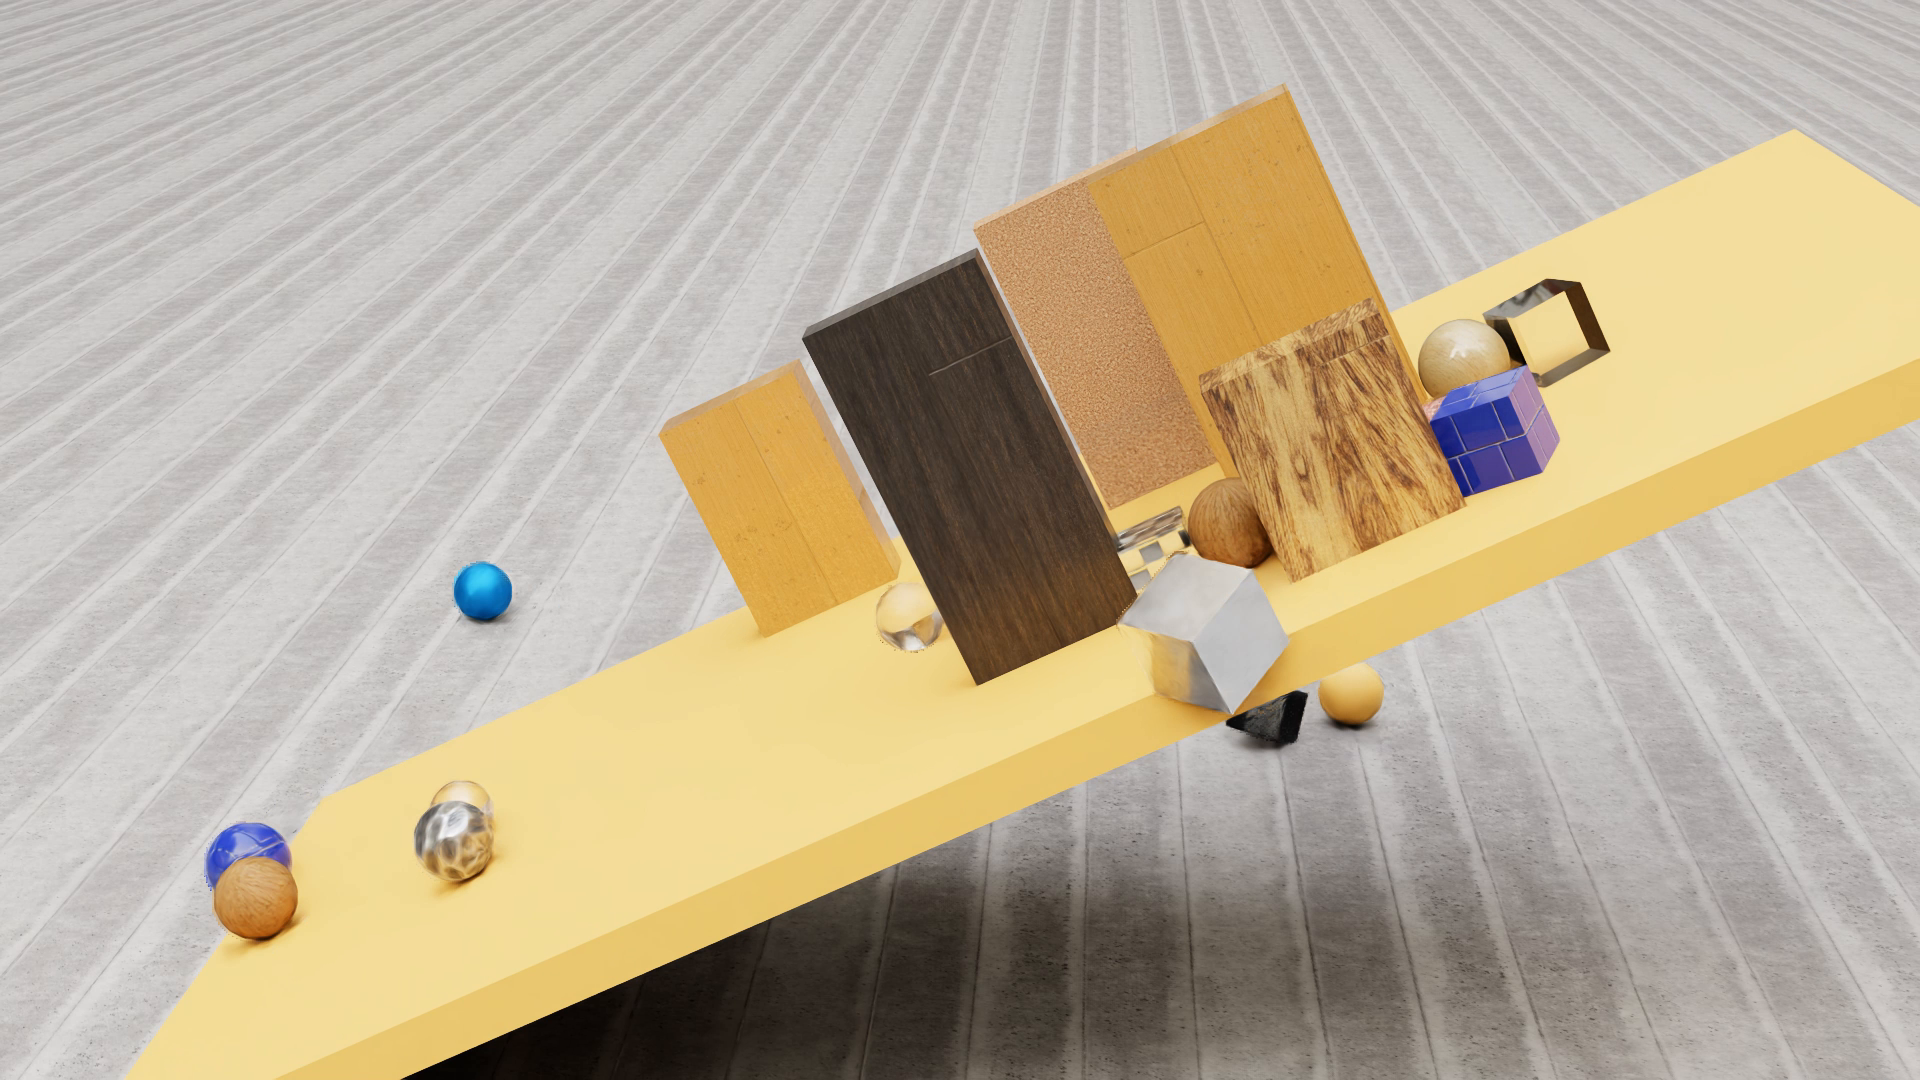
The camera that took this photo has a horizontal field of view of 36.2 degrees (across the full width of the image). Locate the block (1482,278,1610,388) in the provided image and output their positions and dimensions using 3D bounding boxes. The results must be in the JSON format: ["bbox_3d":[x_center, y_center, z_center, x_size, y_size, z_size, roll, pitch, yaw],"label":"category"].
[{"bbox_3d":[1.187,-0.420,5.959,0.158,0.158,0.158,-29,13,-9],"label":"block"}]

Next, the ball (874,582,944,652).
[{"bbox_3d":[-0.106,0.162,6.227,0.148,0.148,0.148,0,16,0],"label":"ball"}]

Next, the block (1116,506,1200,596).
[{"bbox_3d":[0.399,0.037,5.762,0.138,0.138,0.138,-24,13,9],"label":"block"}]

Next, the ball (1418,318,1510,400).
[{"bbox_3d":[1.022,-0.356,5.970,0.185,0.185,0.185,0,16,0],"label":"ball"}]

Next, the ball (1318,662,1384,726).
[{"bbox_3d":[1.110,0.433,8.344,0.185,0.185,0.185,0,16,0],"label":"ball"}]

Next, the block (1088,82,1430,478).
[{"bbox_3d":[0.620,-0.489,5.997,0.440,0.754,0.125,-24,13,9],"label":"block"}]

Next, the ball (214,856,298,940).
[{"bbox_3d":[-1.559,0.792,6.515,0.184,0.184,0.184,0,16,0],"label":"ball"}]

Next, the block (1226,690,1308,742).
[{"bbox_3d":[0.857,0.473,8.205,0.143,0.143,0.143,15,1,42],"label":"block"}]

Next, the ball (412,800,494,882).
[{"bbox_3d":[-1.069,0.635,6.211,0.170,0.170,0.170,0,16,0],"label":"ball"}]

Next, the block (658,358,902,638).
[{"bbox_3d":[-0.420,-0.097,6.935,0.351,0.549,0.146,-24,13,9],"label":"block"}]

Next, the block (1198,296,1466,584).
[{"bbox_3d":[0.692,-0.186,5.476,0.355,0.402,0.150,-24,13,9],"label":"block"}]

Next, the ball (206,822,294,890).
[{"bbox_3d":[-1.644,0.751,6.805,0.198,0.198,0.198,0,16,0],"label":"ball"}]

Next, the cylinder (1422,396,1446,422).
[{"bbox_3d":[0.914,-0.196,5.679,0.134,0.134,0.134,-23,10,16],"label":"cylinder"}]

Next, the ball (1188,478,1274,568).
[{"bbox_3d":[0.530,-0.031,5.674,0.182,0.182,0.182,0,16,0],"label":"ball"}]

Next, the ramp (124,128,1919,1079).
[{"bbox_3d":[0.137,0.168,6.282,4.000,0.100,2.000,-24,13,9],"label":"ramp"}]

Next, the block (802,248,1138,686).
[{"bbox_3d":[0.033,-0.138,5.735,0.368,0.773,0.107,-24,13,9],"label":"block"}]

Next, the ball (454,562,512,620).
[{"bbox_3d":[-1.506,0.163,9.289,0.181,0.181,0.181,0,16,0],"label":"ball"}]

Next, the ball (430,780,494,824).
[{"bbox_3d":[-1.094,0.598,6.463,0.142,0.142,0.142,0,16,0],"label":"ball"}]

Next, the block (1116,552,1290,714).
[{"bbox_3d":[0.429,0.163,5.177,0.182,0.182,0.182,13,53,46],"label":"block"}]

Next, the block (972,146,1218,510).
[{"bbox_3d":[0.359,-0.464,6.508,0.392,0.703,0.094,-24,13,9],"label":"block"}]

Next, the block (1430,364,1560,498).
[{"bbox_3d":[0.999,-0.203,5.486,0.161,0.161,0.161,-19,15,30],"label":"block"}]
